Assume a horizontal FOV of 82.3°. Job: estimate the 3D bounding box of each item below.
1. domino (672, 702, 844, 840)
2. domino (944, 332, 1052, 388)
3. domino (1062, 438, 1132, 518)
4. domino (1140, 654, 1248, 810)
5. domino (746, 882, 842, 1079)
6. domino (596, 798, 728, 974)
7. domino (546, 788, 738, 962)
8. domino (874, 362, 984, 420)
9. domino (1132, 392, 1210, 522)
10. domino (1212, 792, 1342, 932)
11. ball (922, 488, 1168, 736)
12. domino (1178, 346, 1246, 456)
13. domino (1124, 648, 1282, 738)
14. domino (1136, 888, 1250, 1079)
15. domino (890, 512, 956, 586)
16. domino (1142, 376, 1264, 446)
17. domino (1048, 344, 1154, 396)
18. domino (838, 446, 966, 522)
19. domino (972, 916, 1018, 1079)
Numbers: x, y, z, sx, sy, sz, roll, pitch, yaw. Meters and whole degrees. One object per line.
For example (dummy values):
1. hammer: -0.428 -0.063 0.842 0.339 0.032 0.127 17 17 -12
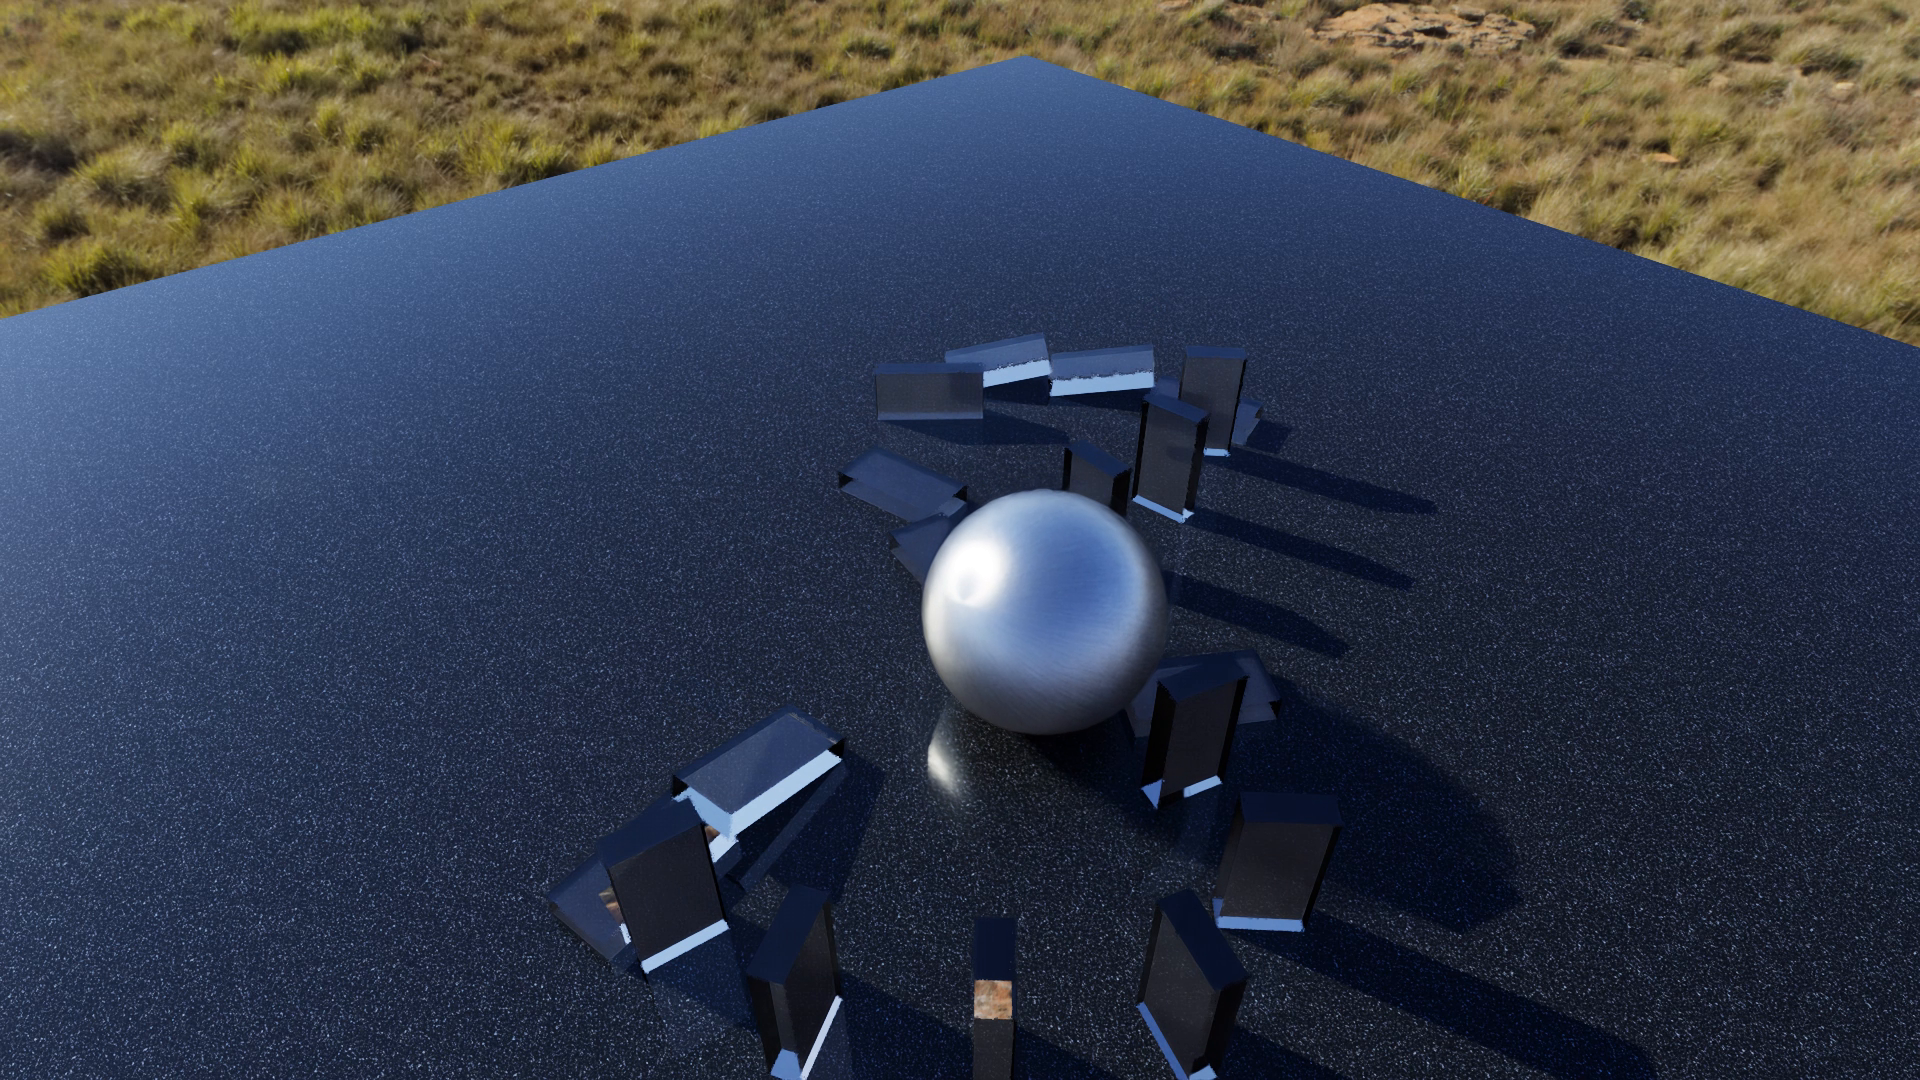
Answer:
1. domino: -0.063 0.072 0.348 0.025 0.010 0.050 26 33 28
2. domino: 0.018 -0.088 0.543 0.050 0.010 0.025 -11 39 5
3. domino: 0.051 -0.011 0.425 0.009 0.050 0.025 -29 47 -30
4. domino: 0.072 0.060 0.339 0.025 0.050 0.009 -16 42 -19
5. domino: -0.040 0.112 0.275 0.009 0.050 0.025 12 41 15
6. domino: -0.079 0.094 0.297 0.025 0.050 0.009 -22 44 -25
7. domino: -0.093 0.097 0.326 0.025 0.010 0.050 25 46 28
8. domino: -0.014 -0.070 0.516 0.050 0.025 0.010 -1 39 -1
9. domino: 0.086 -0.034 0.453 0.025 0.050 0.009 28 47 30
10. domino: 0.086 0.089 0.303 0.025 0.050 0.010 2 39 2
11. ball: 0.027 0.023 0.359 0.080 0.080 0.080 0 39 0
12. domino: 0.109 -0.061 0.486 0.025 0.050 0.010 4 39 4
13. domino: 0.082 0.052 0.380 0.050 0.009 0.025 -6 40 -7
14. domino: 0.057 0.113 0.274 0.009 0.050 0.025 -15 42 -17
15. domino: -0.004 0.010 0.432 0.025 0.009 0.050 -22 44 -24
16. domino: 0.114 -0.062 0.519 0.050 0.010 0.025 20 43 23
17. domino: 0.069 -0.083 0.537 0.050 0.009 0.025 -3 38 14
18. domino: -0.025 -0.023 0.471 0.050 0.010 0.025 25 45 27
19. domino: 0.008 0.117 0.268 0.009 0.050 0.025 1 39 1
